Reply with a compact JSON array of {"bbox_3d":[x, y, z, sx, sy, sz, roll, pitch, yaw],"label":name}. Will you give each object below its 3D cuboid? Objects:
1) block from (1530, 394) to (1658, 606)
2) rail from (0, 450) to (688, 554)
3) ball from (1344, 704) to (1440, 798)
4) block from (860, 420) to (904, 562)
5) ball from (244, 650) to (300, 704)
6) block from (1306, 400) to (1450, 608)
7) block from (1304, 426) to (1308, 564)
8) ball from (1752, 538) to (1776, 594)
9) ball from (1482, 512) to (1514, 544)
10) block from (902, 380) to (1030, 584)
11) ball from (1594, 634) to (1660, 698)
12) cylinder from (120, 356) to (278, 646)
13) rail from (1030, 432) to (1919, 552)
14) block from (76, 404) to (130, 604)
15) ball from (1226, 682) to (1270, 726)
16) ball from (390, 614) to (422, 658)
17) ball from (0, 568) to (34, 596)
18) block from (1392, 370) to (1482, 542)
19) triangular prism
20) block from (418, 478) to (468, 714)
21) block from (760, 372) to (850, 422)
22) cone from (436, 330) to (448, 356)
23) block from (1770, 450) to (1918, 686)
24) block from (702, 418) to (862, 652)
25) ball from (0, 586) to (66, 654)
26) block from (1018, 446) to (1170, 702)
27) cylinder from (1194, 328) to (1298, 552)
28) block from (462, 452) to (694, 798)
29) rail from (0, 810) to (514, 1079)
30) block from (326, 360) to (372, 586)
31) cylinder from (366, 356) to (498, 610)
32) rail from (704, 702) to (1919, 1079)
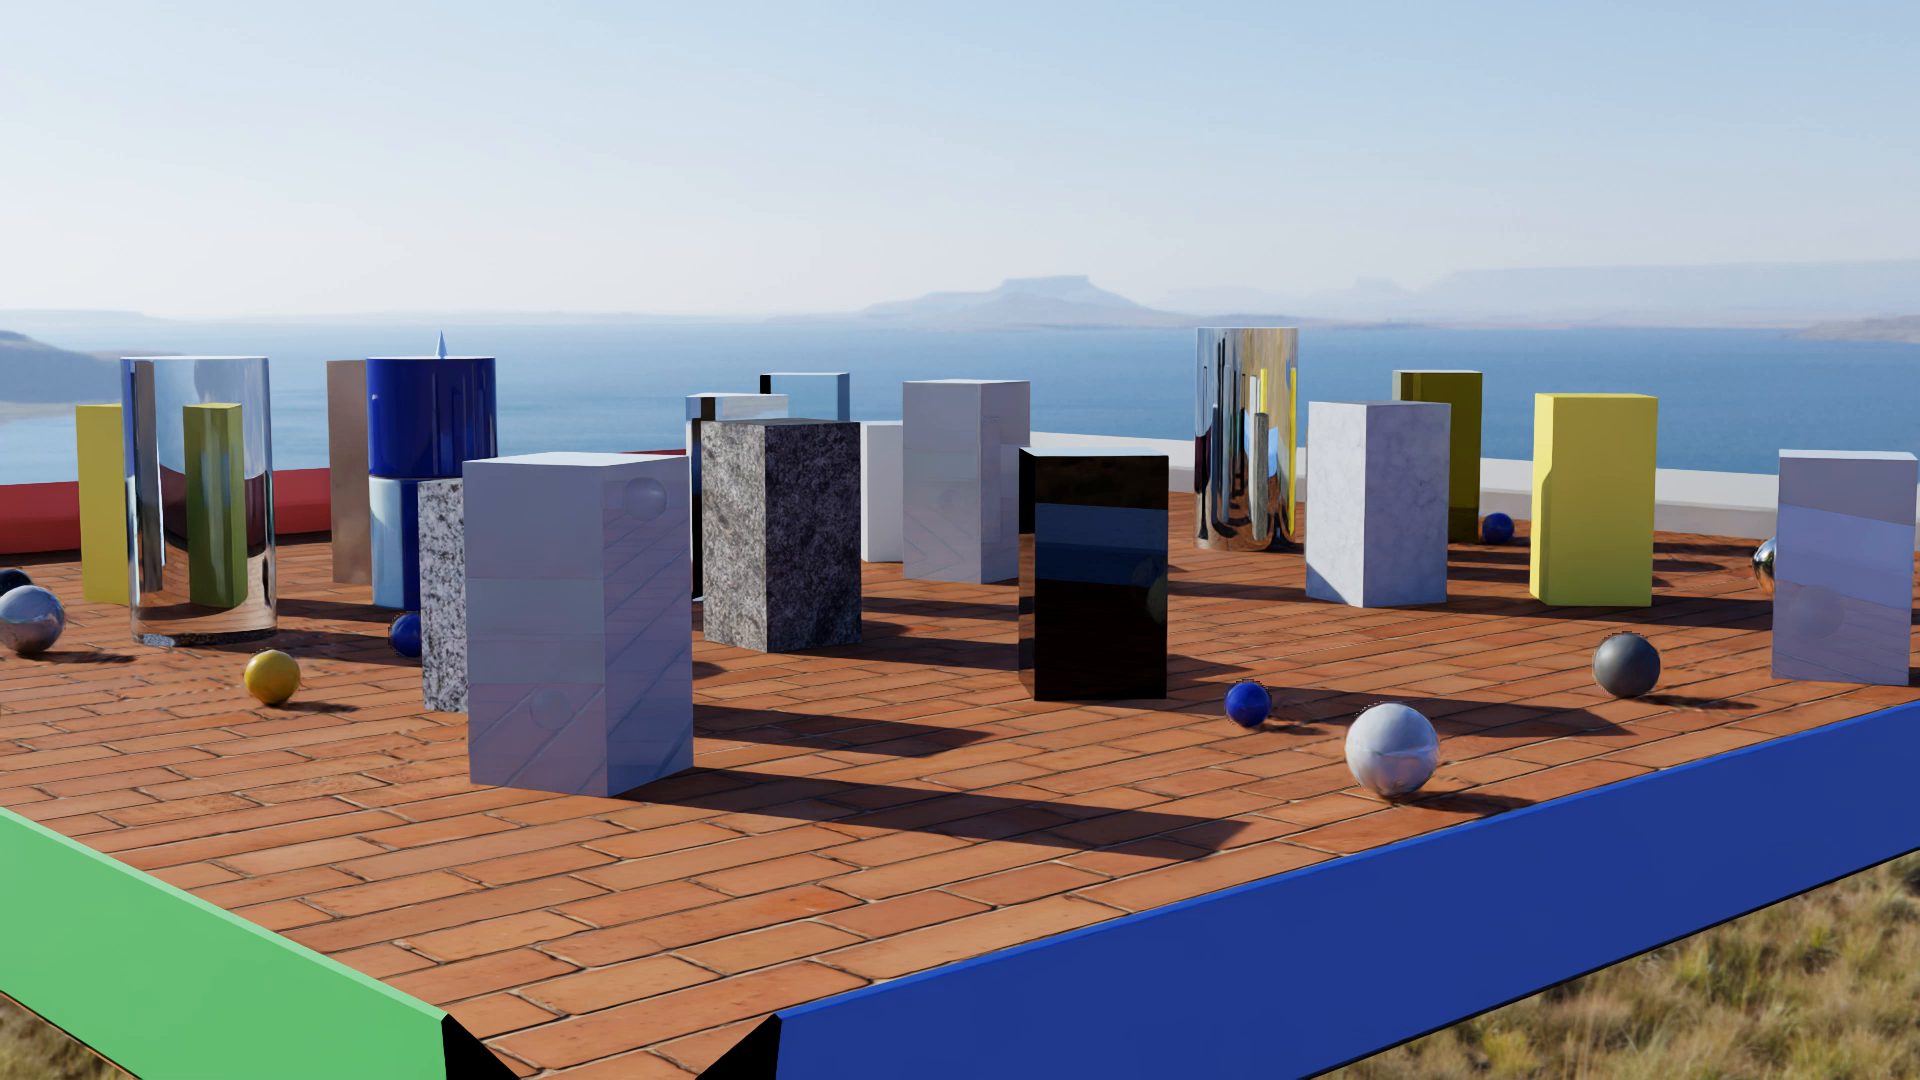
[{"bbox_3d":[0.965,-0.064,3.357,0.152,0.313,0.152,0,6,5],"label":"block"},{"bbox_3d":[-1.112,-0.094,4.531,3.519,0.124,0.045,-6,8,-42],"label":"rail"},{"bbox_3d":[0.395,0.192,2.010,0.085,0.085,0.085,0,6,0],"label":"ball"},{"bbox_3d":[-0.107,-0.090,3.947,0.152,0.240,0.152,-1,6,-14],"label":"block"},{"bbox_3d":[-0.776,0.155,2.482,0.061,0.061,0.061,0,6,0],"label":"ball"},{"bbox_3d":[0.638,-0.059,3.362,0.152,0.301,0.152,-3,7,-24],"label":"block"},{"bbox_3d":[0.674,-0.070,3.768,0.152,0.238,0.152,0,6,4],"label":"block"},{"bbox_3d":[1.275,0.041,3.398,0.095,0.095,0.095,0,6,0],"label":"ball"},{"bbox_3d":[1.017,-0.022,4.158,0.061,0.061,0.061,0,6,0],"label":"ball"},{"bbox_3d":[0.011,-0.101,3.643,0.152,0.324,0.152,4,7,33],"label":"block"},{"bbox_3d":[0.764,0.144,2.517,0.073,0.073,0.073,0,6,0],"label":"ball"},{"bbox_3d":[-1.029,-0.057,2.977,0.190,0.378,0.190,0,6,0],"label":"cylinder"},{"bbox_3d":[1.276,-0.091,4.503,0.045,0.124,3.328,-6,8,-42],"label":"rail"},{"bbox_3d":[-1.235,-0.059,3.373,0.152,0.298,0.152,3,7,25],"label":"block"},{"bbox_3d":[0.307,0.175,2.346,0.048,0.048,0.048,0,6,0],"label":"ball"},{"bbox_3d":[-0.699,0.122,2.809,0.056,0.056,0.056,0,6,0],"label":"ball"},{"bbox_3d":[-1.386,0.075,3.210,0.067,0.067,0.067,0,6,0],"label":"ball"},{"bbox_3d":[0.919,-0.165,4.258,0.152,0.323,0.152,1,6,5],"label":"block"},{"bbox_3d":[-0.369,-0.072,3.439,0.165,0.311,0.143,-3,7,-26],"label":"triangular prism"},{"bbox_3d":[-0.494,0.059,2.465,0.152,0.254,0.152,3,7,30],"label":"block"},{"bbox_3d":[-0.308,-0.175,4.402,0.152,0.314,0.152,1,6,7],"label":"block"},{"bbox_3d":[-0.936,-0.179,3.989,0.190,0.408,0.190,0,6,0],"label":"cone"},{"bbox_3d":[1.076,0.029,2.685,0.152,0.267,0.152,2,6,20],"label":"block"},{"bbox_3d":[-0.239,-0.011,2.940,0.152,0.294,0.152,-5,8,-39],"label":"block"},{"bbox_3d":[-1.204,0.103,2.841,0.088,0.088,0.088,0,6,0],"label":"ball"},{"bbox_3d":[0.153,0.036,2.568,0.152,0.279,0.152,-1,6,-5],"label":"block"},{"bbox_3d":[0.534,-0.192,4.108,0.190,0.408,0.190,0,6,0],"label":"cylinder"},{"bbox_3d":[-0.360,0.074,2.090,0.152,0.303,0.152,3,7,24],"label":"block"},{"bbox_3d":[-1.276,0.156,2.161,0.045,0.124,3.328,-6,8,-42],"label":"rail"},{"bbox_3d":[-0.916,-0.112,3.586,0.152,0.360,0.152,4,7,32],"label":"block"},{"bbox_3d":[-0.794,-0.090,3.321,0.190,0.370,0.190,0,6,0],"label":"cylinder"},{"bbox_3d":[1.112,0.159,2.133,3.519,0.124,0.045,-6,8,-42],"label":"rail"}]
